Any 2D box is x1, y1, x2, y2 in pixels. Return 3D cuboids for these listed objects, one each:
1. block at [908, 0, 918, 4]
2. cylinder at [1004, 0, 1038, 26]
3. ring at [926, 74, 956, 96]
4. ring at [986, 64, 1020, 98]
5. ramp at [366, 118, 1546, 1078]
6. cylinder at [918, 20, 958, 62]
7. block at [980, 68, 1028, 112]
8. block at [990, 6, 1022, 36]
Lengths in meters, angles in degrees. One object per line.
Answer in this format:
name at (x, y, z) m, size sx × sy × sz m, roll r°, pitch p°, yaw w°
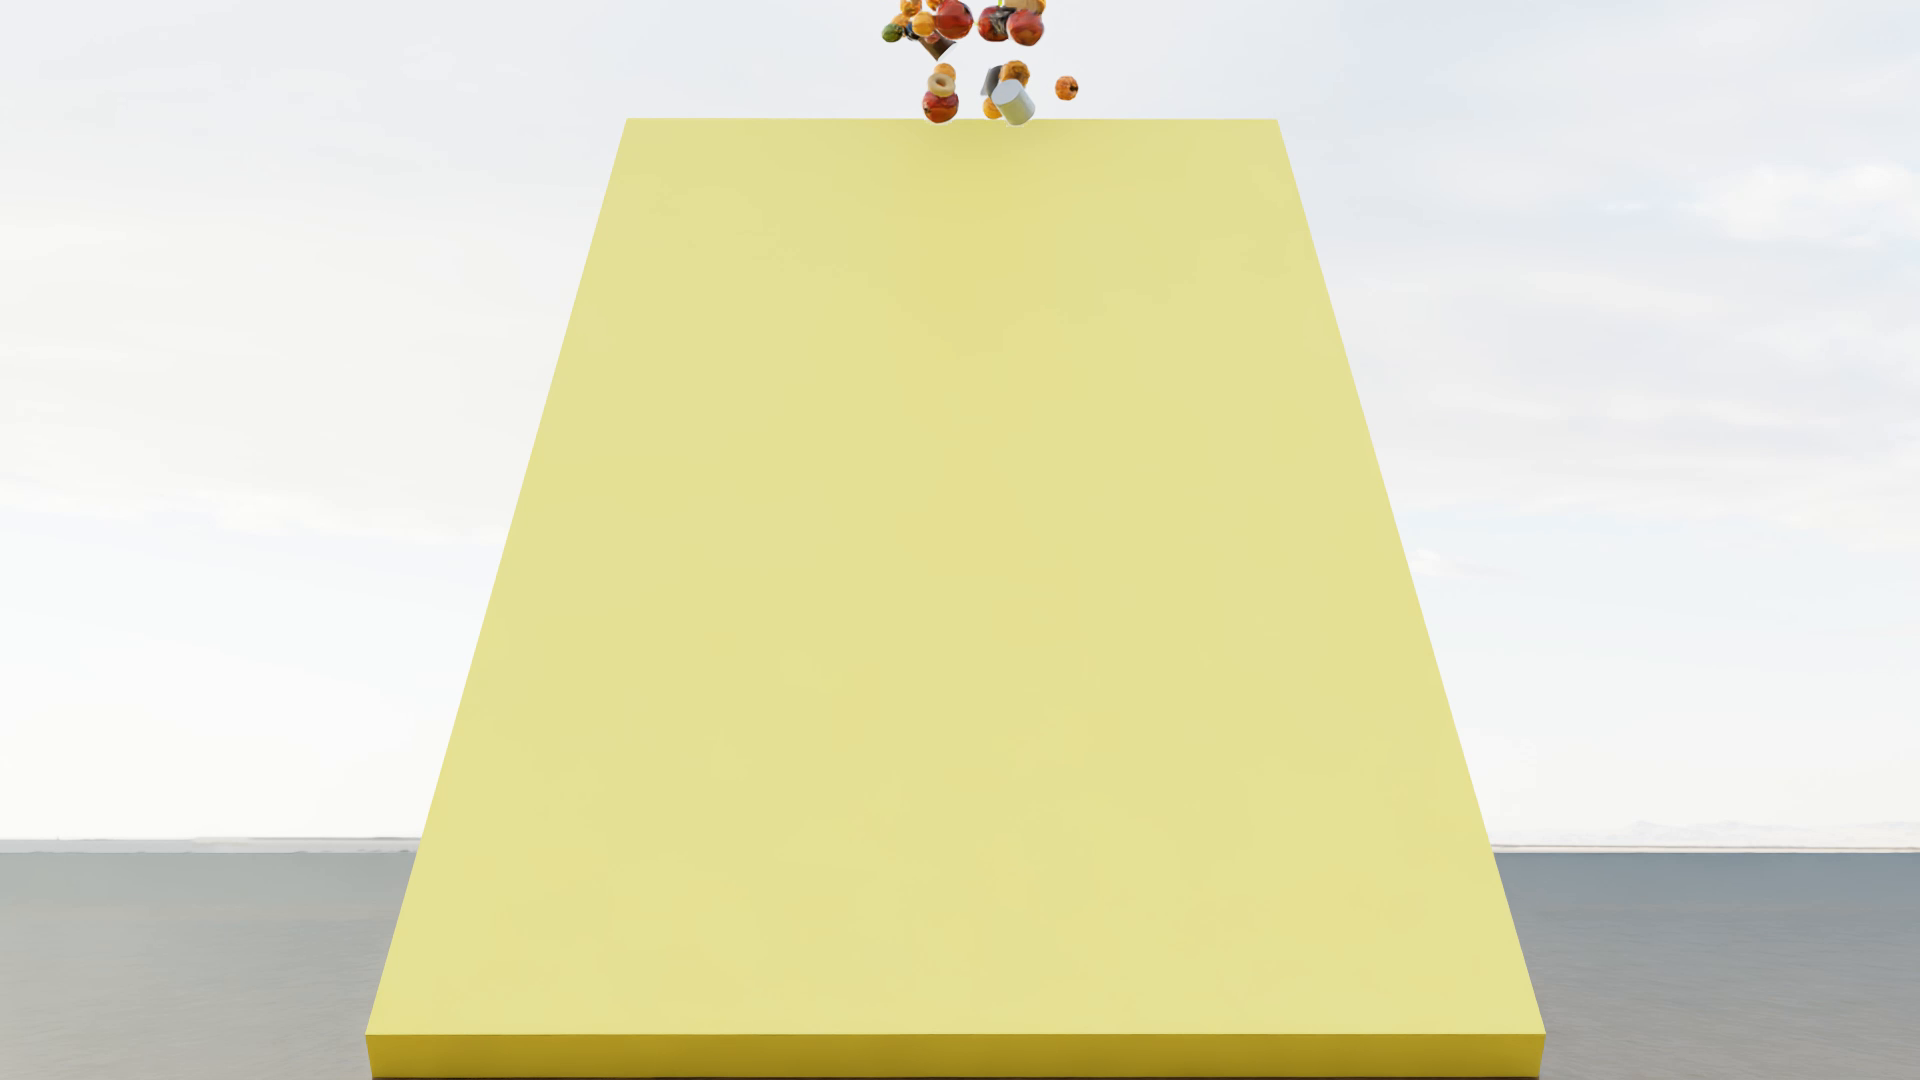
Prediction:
block at (-0.145, -1.618, 7.107) m, size 0.082 × 0.082 × 0.082 m, roll 41°, pitch 3°, yaw -31°
cylinder at (0.182, -1.584, 7.329) m, size 0.079 × 0.079 × 0.079 m, roll 14°, pitch 1°, yaw 31°
ring at (-0.055, -1.319, 7.097) m, size 0.088 × 0.088 × 0.029 m, roll 1°, pitch -43°, yaw -12°
ring at (0.127, -1.355, 7.285) m, size 0.115 × 0.115 × 0.038 m, roll 4°, pitch 6°, yaw -29°
ramp at (-0.015, -0.187, 5.866) m, size 2.000 × 0.100 × 4.000 m, roll 0°, pitch 32°, yaw 0°
cylinder at (-0.066, -1.497, 7.355) m, size 0.088 × 0.088 × 0.088 m, roll -42°, pitch -1°, yaw -1°
block at (0.133, -1.367, 7.460) m, size 0.095 × 0.095 × 0.095 m, roll 1°, pitch -49°, yaw -27°
block at (0.135, -1.538, 7.256) m, size 0.060 × 0.060 × 0.060 m, roll -38°, pitch 35°, yaw -24°
